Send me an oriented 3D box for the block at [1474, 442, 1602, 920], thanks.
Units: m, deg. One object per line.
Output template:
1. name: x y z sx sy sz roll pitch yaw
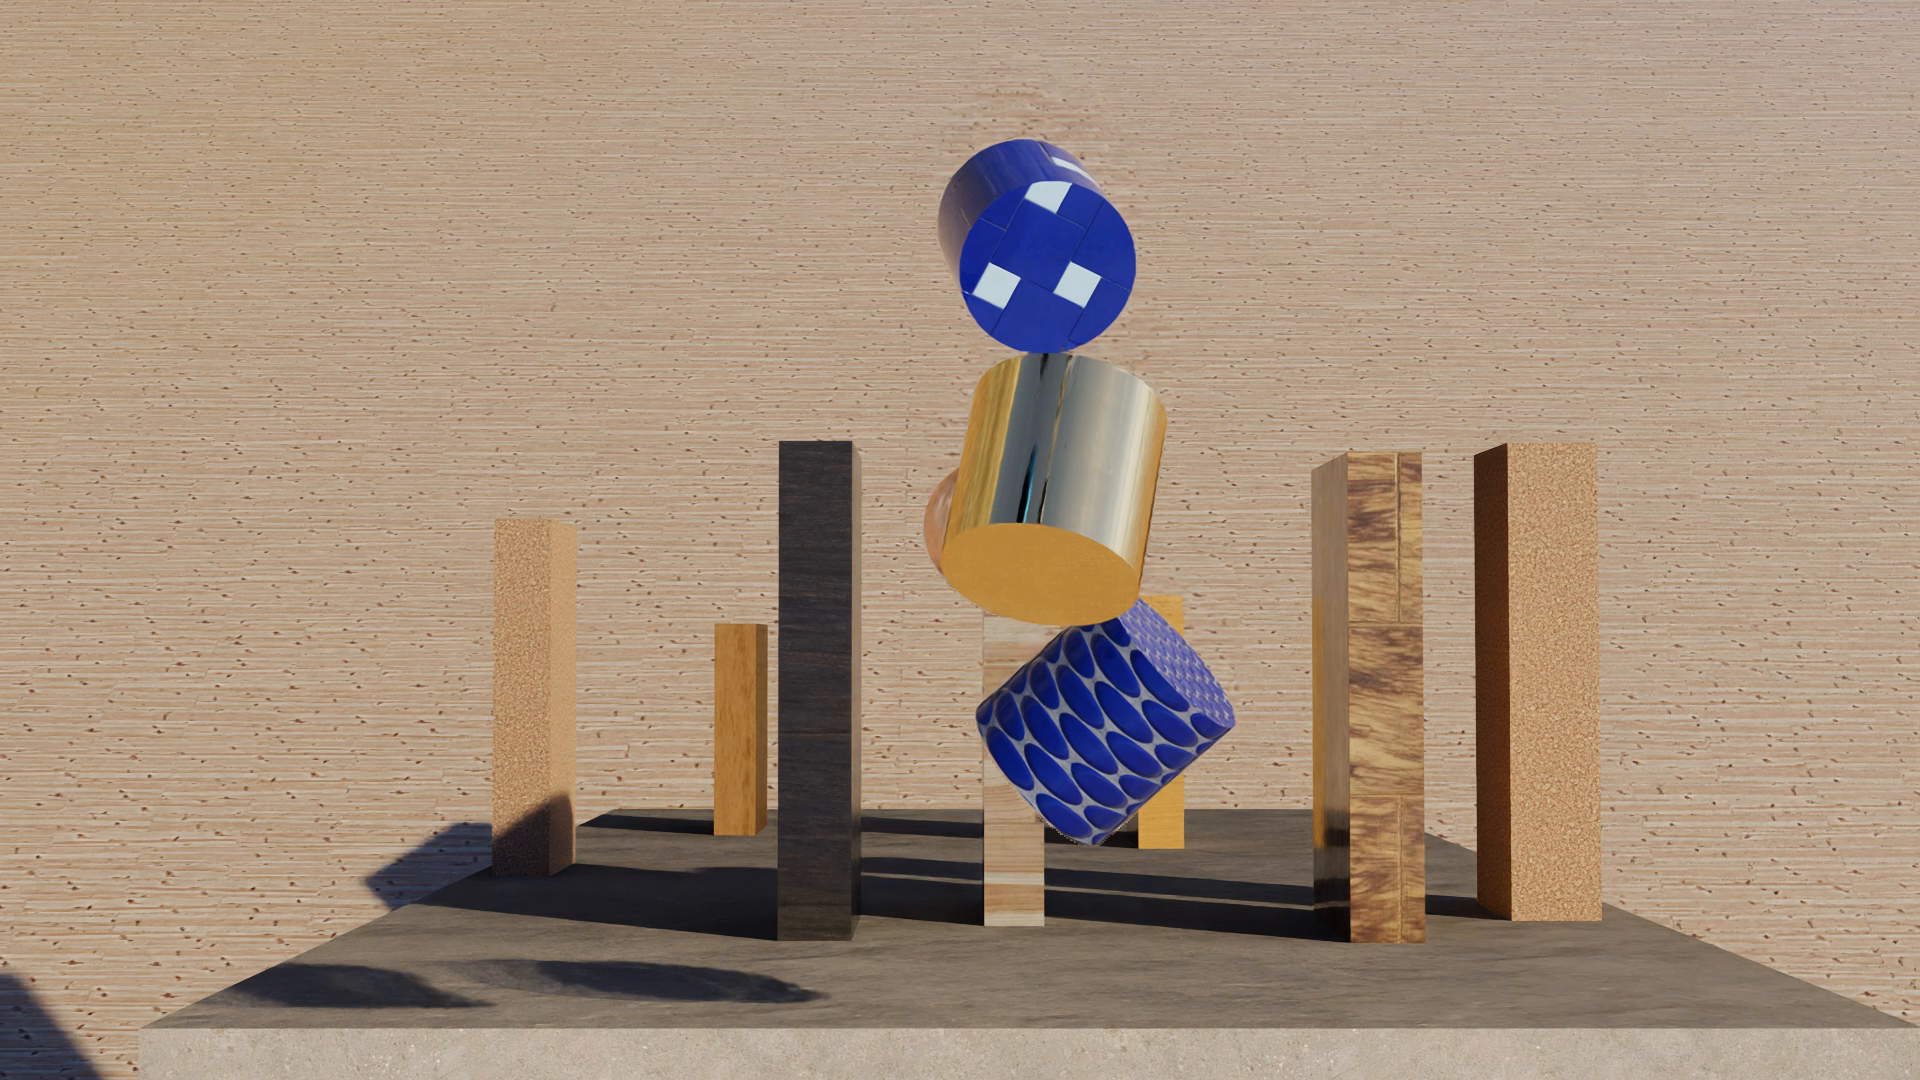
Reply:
1. block: 0.933 0.226 4.215 0.141 0.749 0.271 0 -2 0

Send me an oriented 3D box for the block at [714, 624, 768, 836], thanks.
1. block: -0.515 0.440 6.132 0.095 0.483 0.365 0 -2 0

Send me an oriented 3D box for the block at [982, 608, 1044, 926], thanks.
1. block: 0.083 0.263 4.206 0.092 0.677 0.406 0 -2 0

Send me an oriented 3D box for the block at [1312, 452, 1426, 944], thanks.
1. block: 0.618 0.235 3.968 0.108 0.711 0.392 0 -2 0

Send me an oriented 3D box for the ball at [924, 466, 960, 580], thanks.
1. ball: 0.035 -0.013 2.700 0.145 0.145 0.145 0 37 0

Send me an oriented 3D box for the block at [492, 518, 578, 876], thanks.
1. block: -0.821 0.301 5.033 0.107 0.669 0.327 0 -2 0

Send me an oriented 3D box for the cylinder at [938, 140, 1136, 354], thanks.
1. cylinder: 0.087 -0.347 3.055 0.204 0.204 0.204 -5 22 -6

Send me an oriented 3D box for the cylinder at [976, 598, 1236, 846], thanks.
1. cylinder: 0.162 0.195 2.891 0.204 0.204 0.204 -43 37 15

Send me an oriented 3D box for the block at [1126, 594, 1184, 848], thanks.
1. block: 0.429 0.396 5.766 0.097 0.541 0.435 0 -2 0

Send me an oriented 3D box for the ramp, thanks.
1. ramp: 0.081 0.681 4.908 2.000 0.100 4.000 0 -2 0

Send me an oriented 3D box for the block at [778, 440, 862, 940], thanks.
1. block: -0.212 0.227 3.987 0.108 0.730 0.375 0 -2 0

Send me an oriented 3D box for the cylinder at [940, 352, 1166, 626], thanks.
1. cylinder: 0.093 -0.047 2.528 0.193 0.193 0.193 7 60 9
